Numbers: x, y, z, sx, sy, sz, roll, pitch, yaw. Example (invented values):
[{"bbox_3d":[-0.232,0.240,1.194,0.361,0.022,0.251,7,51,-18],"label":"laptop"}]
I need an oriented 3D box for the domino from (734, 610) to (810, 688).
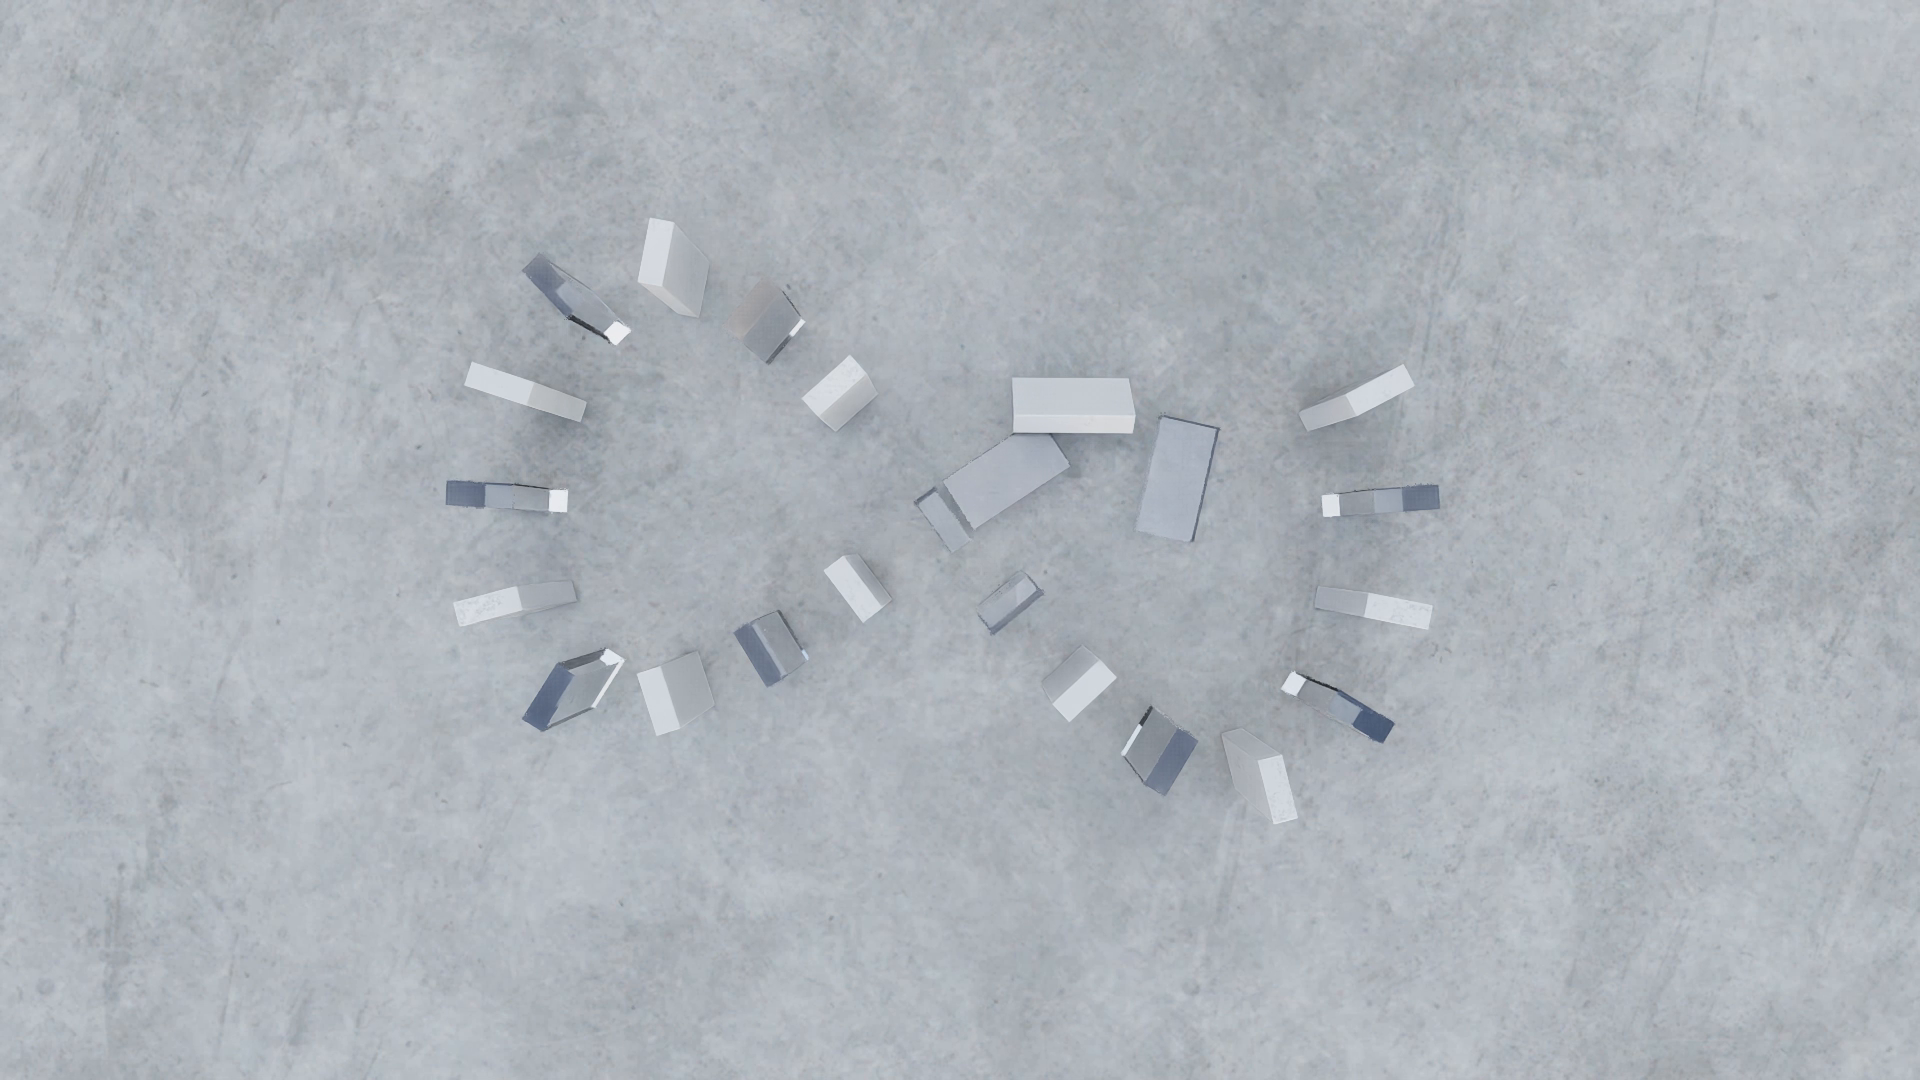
[{"bbox_3d":[-0.076,0.044,0.375,0.010,0.050,0.025,-31,90,0],"label":"domino"}]

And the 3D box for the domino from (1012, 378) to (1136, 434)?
[{"bbox_3d":[0.047,-0.057,0.388,0.050,0.009,0.025,0,47,0],"label":"domino"}]

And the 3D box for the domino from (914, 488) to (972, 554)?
[{"bbox_3d":[-0.007,-0.007,0.375,0.009,0.050,0.025,-36,90,0],"label":"domino"}]

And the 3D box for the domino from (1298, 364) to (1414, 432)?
[{"bbox_3d":[0.161,-0.057,0.375,0.025,0.050,0.010,-28,90,0],"label":"domino"}]

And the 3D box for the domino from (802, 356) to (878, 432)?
[{"bbox_3d":[-0.048,-0.059,0.375,0.025,0.050,0.009,-42,90,0],"label":"domino"}]

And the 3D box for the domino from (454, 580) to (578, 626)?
[{"bbox_3d":[-0.180,0.025,0.375,0.025,0.050,0.009,-15,90,0],"label":"domino"}]

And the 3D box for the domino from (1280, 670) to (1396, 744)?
[{"bbox_3d":[0.153,0.068,0.375,0.025,0.050,0.009,31,90,0],"label":"domino"}]

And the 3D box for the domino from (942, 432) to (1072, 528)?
[{"bbox_3d":[0.020,-0.029,0.395,0.050,0.010,0.025,-33,90,0],"label":"domino"}]

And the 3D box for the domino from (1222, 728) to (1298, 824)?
[{"bbox_3d":[0.122,0.095,0.375,0.010,0.050,0.025,-14,90,0],"label":"domino"}]

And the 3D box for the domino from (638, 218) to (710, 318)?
[{"bbox_3d":[-0.116,-0.110,0.375,0.009,0.050,0.025,11,90,0],"label":"domino"}]

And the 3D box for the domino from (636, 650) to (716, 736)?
[{"bbox_3d":[-0.115,0.062,0.375,0.009,0.050,0.025,-18,90,0],"label":"domino"}]

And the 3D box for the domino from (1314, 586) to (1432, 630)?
[{"bbox_3d":[0.168,0.027,0.375,0.025,0.050,0.010,11,90,0],"label":"domino"}]

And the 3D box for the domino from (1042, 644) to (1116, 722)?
[{"bbox_3d":[0.048,0.058,0.375,0.025,0.050,0.009,-43,90,0],"label":"domino"}]

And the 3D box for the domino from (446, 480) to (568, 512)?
[{"bbox_3d":[-0.184,-0.017,0.375,0.025,0.050,0.009,3,90,0],"label":"domino"}]

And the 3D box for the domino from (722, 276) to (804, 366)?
[{"bbox_3d":[-0.079,-0.089,0.375,0.010,0.050,0.025,40,90,0],"label":"domino"}]

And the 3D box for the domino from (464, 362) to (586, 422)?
[{"bbox_3d":[-0.176,-0.060,0.375,0.025,0.050,0.010,18,90,0],"label":"domino"}]

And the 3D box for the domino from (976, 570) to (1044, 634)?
[{"bbox_3d":[0.020,0.025,0.375,0.025,0.050,0.010,-40,90,0],"label":"domino"}]

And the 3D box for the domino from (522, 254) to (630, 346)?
[{"bbox_3d":[-0.156,-0.097,0.375,0.010,0.050,0.025,-44,90,0],"label":"domino"}]

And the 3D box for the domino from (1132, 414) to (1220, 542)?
[{"bbox_3d":[0.093,-0.026,0.395,0.025,0.010,0.050,13,90,0],"label":"domino"}]

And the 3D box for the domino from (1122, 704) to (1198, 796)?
[{"bbox_3d":[0.081,0.085,0.375,0.009,0.050,0.025,31,90,0],"label":"domino"}]

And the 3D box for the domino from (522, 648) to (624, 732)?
[{"bbox_3d":[-0.157,0.060,0.375,0.009,0.050,0.025,32,90,0],"label":"domino"}]

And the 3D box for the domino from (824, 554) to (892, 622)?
[{"bbox_3d":[-0.041,0.019,0.375,0.009,0.050,0.025,-37,90,0],"label":"domino"}]

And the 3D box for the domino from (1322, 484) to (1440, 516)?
[{"bbox_3d":[0.171,-0.016,0.375,0.025,0.050,0.010,-4,90,0],"label":"domino"}]
